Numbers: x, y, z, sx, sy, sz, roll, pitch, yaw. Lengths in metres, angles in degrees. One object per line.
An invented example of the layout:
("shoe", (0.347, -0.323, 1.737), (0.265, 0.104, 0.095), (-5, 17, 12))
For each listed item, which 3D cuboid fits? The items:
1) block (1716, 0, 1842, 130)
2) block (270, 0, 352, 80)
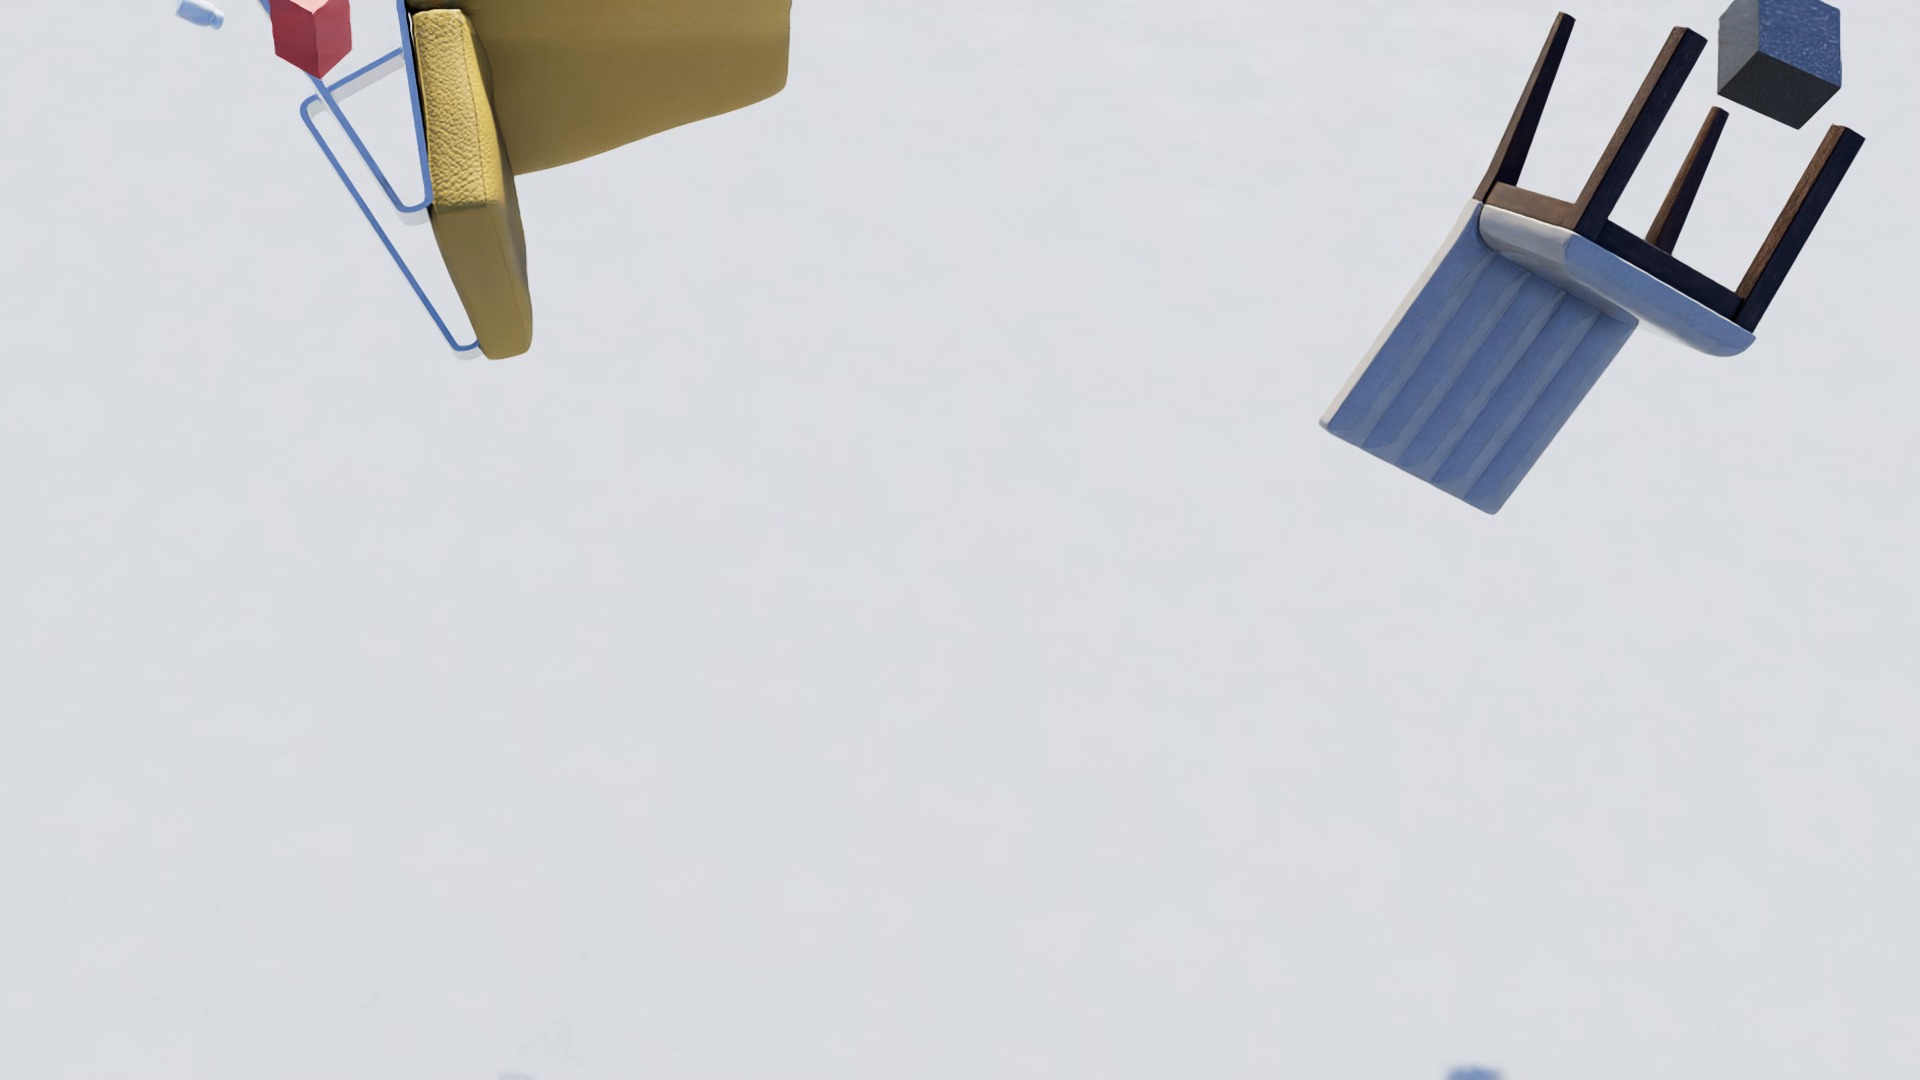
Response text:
("block", (1.250, -0.745, 3.356), (0.144, 0.102, 0.172), (21, 56, -9))
("block", (-0.942, -0.756, 3.192), (0.079, 0.134, 0.077), (30, 57, 7))
